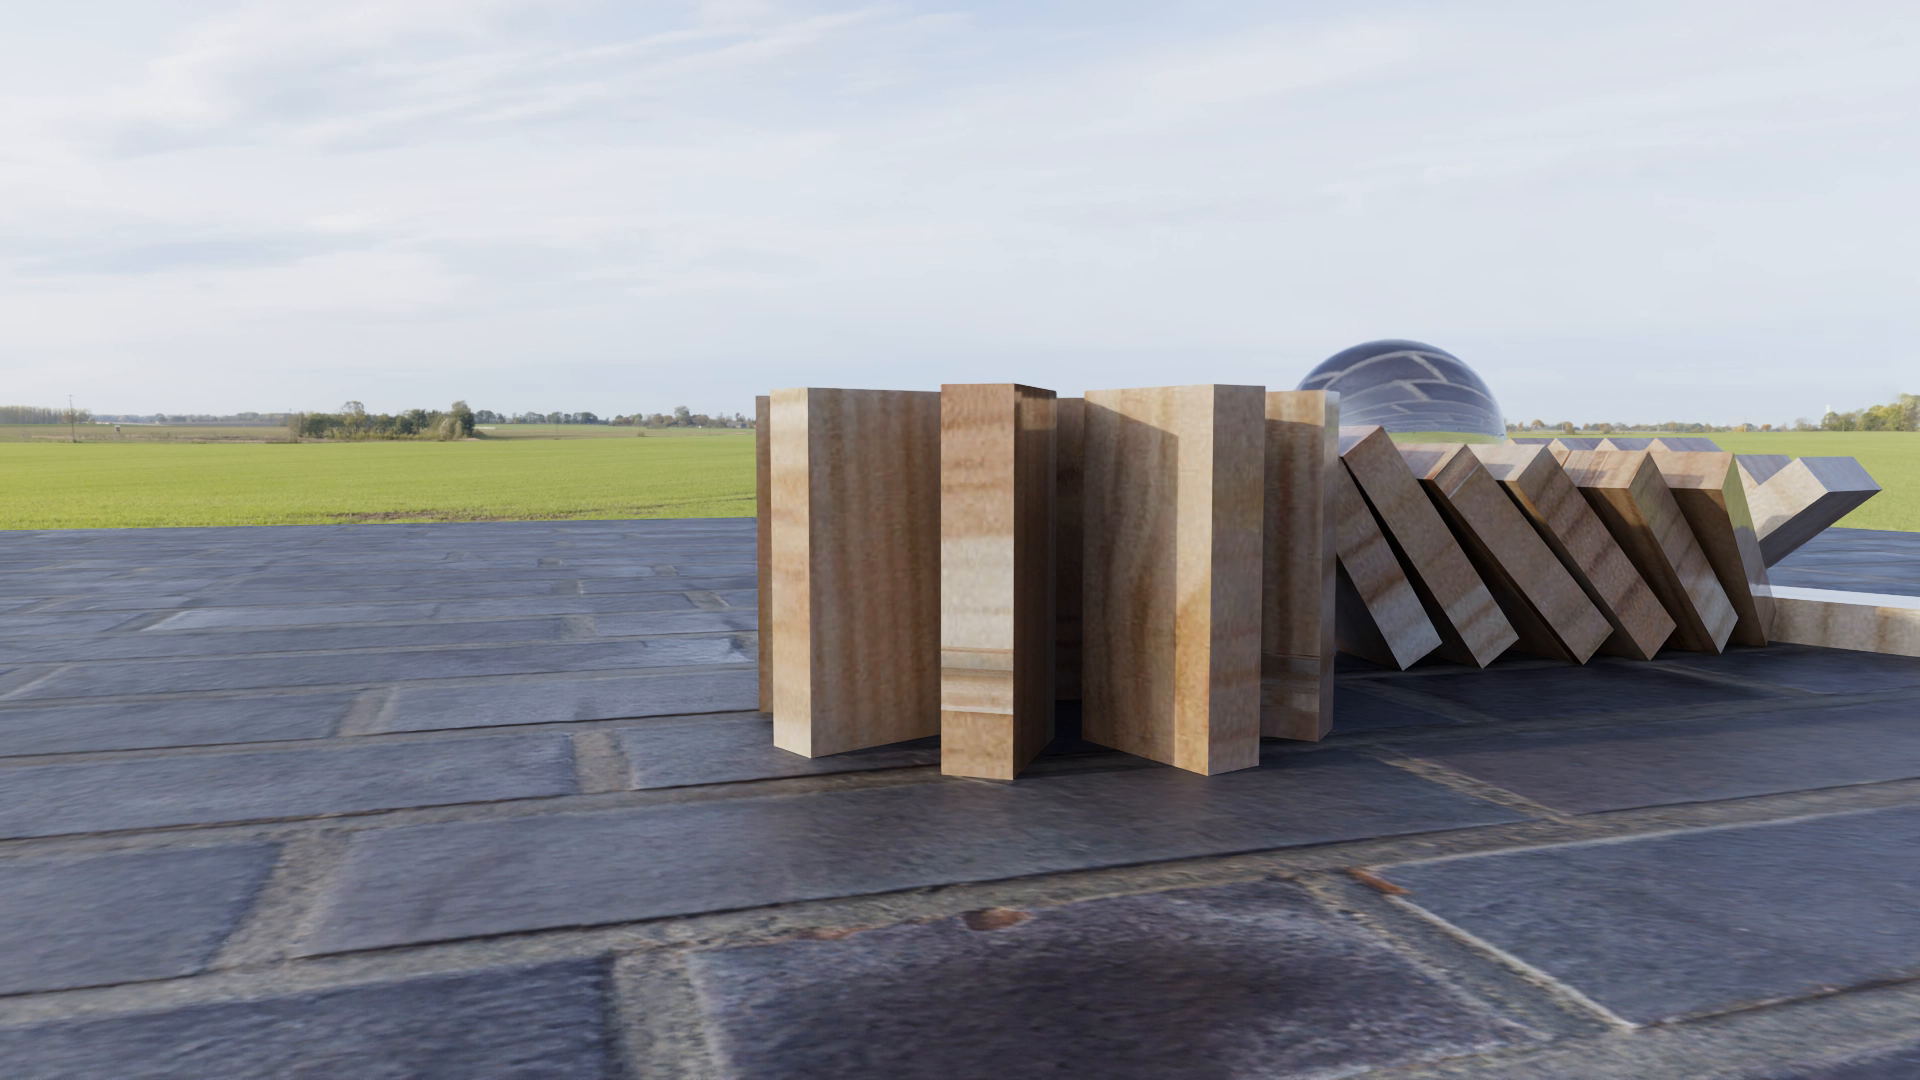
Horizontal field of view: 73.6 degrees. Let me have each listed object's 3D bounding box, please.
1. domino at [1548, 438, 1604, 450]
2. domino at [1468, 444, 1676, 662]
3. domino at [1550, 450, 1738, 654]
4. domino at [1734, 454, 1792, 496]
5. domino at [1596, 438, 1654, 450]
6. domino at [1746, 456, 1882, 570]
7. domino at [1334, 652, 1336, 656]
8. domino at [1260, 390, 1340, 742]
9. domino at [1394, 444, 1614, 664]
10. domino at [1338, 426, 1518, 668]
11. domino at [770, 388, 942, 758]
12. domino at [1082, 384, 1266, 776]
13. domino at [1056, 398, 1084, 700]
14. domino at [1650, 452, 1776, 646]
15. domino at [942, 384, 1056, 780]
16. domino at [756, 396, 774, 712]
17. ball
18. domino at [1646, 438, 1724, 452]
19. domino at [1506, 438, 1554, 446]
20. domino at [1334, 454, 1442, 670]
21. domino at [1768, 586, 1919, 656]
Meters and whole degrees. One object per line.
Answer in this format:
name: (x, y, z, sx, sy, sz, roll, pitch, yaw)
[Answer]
domino: (0.154, -0.005, 0.344, 0.025, 0.050, 0.009, -3, 46, -35)
domino: (0.118, 0.002, 0.257, 0.010, 0.050, 0.025, -47, 18, -11)
domino: (0.135, 0.002, 0.261, 0.050, 0.010, 0.025, 47, -21, -27)
domino: (0.175, -0.001, 0.309, 0.025, 0.009, 0.050, -2, -36, -33)
domino: (0.161, -0.005, 0.334, 0.025, 0.050, 0.009, -3, 46, -35)
domino: (0.181, 0.001, 0.296, 0.025, 0.010, 0.050, -3, -35, -32)
domino: (0.055, -0.001, 0.247, 0.010, 0.050, 0.025, -20, 8, -9)
domino: (0.042, 0.003, 0.191, 0.025, 0.050, 0.010, 2, 5, 28)
domino: (0.103, 0.002, 0.254, 0.009, 0.050, 0.025, -46, 14, -8)
domino: (0.086, 0.001, 0.251, 0.009, 0.050, 0.025, -37, 10, -7)
domino: (-0.014, 0.004, 0.184, 0.025, 0.050, 0.009, -4, 6, -40)
domino: (0.029, 0.004, 0.176, 0.009, 0.050, 0.025, -3, 5, -35)
domino: (0.017, 0.001, 0.224, 0.009, 0.050, 0.025, -1, 4, -10)
domino: (0.150, 0.002, 0.267, 0.025, 0.009, 0.050, 5, -36, 46)
domino: (0.006, 0.004, 0.174, 0.010, 0.050, 0.025, 1, 4, 16)
domino: (-0.020, 0.002, 0.208, 0.025, 0.050, 0.010, -1, 4, -8)
ball: (0.154, -0.032, 0.462, 0.080, 0.080, 0.080, 0, 4, 0)
domino: (0.168, -0.004, 0.323, 0.025, 0.050, 0.010, -3, 46, -35)
domino: (0.147, -0.006, 0.354, 0.025, 0.050, 0.009, -3, 46, -35)
domino: (0.072, 0.000, 0.249, 0.010, 0.050, 0.025, -33, 9, -7)
domino: (0.191, 0.017, 0.278, 0.025, 0.009, 0.050, -3, 5, -38)
